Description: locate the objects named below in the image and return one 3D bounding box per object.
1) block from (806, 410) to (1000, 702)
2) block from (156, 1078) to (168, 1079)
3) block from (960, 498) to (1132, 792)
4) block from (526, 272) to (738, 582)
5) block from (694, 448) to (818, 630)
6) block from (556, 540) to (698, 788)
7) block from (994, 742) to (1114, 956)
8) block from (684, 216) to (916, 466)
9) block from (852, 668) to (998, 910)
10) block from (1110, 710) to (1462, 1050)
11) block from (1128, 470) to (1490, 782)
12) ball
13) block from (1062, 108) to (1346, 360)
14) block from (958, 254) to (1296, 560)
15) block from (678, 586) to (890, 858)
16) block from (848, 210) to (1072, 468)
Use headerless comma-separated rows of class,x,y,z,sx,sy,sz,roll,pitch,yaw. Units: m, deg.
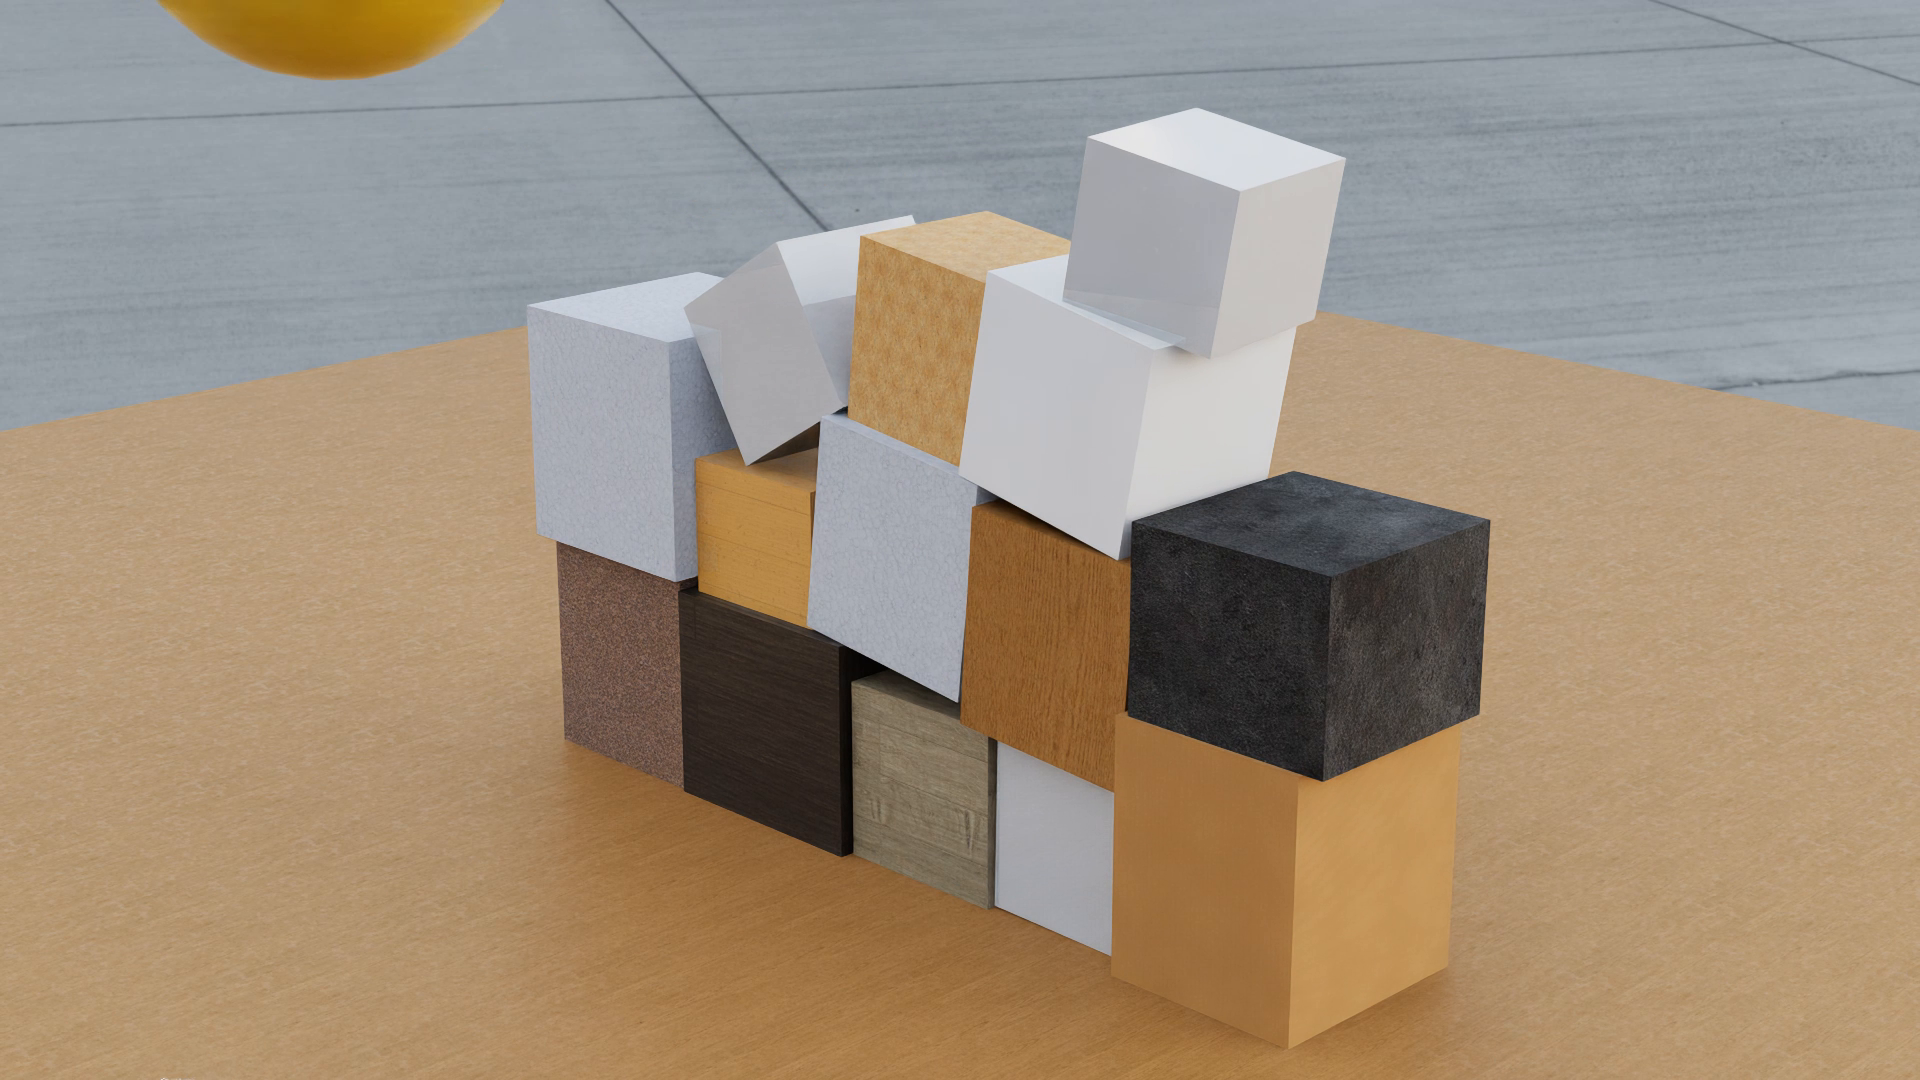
block,0.023,-0.022,13.344,0.964,1.029,0.990,-17,31,-42
block,-3.057,2.309,10.010,0.710,0.591,0.734,-4,18,-12
block,0.707,0.357,12.737,0.937,1.013,0.991,21,27,41
block,-1.355,-0.591,14.558,1.089,1.176,1.091,-17,24,-42
block,-0.675,-0.075,14.014,0.810,0.663,0.836,17,24,42
block,-1.350,0.495,14.917,0.966,1.111,0.968,-17,24,-42
block,0.740,1.256,12.988,0.831,0.802,0.808,-17,25,-42
block,-0.612,-0.935,13.727,0.848,0.810,0.788,-17,-7,-42
block,0.112,1.060,13.543,0.848,0.857,0.877,-17,24,-42
block,1.365,1.273,12.323,0.961,1.182,1.084,17,24,42
block,1.420,0.322,11.974,1.014,0.841,1.041,17,24,42
ball,-2.214,-2.417,10.261,1.600,1.600,1.600,0,17,0
block,0.991,-1.262,11.934,0.737,0.702,0.787,25,29,31
block,0.703,-0.612,12.402,0.909,0.933,0.947,-16,34,-42
block,-0.589,0.752,14.221,1.033,1.038,1.138,-17,24,-42
block,0.087,-0.895,13.001,0.785,0.851,0.798,-17,31,-42
